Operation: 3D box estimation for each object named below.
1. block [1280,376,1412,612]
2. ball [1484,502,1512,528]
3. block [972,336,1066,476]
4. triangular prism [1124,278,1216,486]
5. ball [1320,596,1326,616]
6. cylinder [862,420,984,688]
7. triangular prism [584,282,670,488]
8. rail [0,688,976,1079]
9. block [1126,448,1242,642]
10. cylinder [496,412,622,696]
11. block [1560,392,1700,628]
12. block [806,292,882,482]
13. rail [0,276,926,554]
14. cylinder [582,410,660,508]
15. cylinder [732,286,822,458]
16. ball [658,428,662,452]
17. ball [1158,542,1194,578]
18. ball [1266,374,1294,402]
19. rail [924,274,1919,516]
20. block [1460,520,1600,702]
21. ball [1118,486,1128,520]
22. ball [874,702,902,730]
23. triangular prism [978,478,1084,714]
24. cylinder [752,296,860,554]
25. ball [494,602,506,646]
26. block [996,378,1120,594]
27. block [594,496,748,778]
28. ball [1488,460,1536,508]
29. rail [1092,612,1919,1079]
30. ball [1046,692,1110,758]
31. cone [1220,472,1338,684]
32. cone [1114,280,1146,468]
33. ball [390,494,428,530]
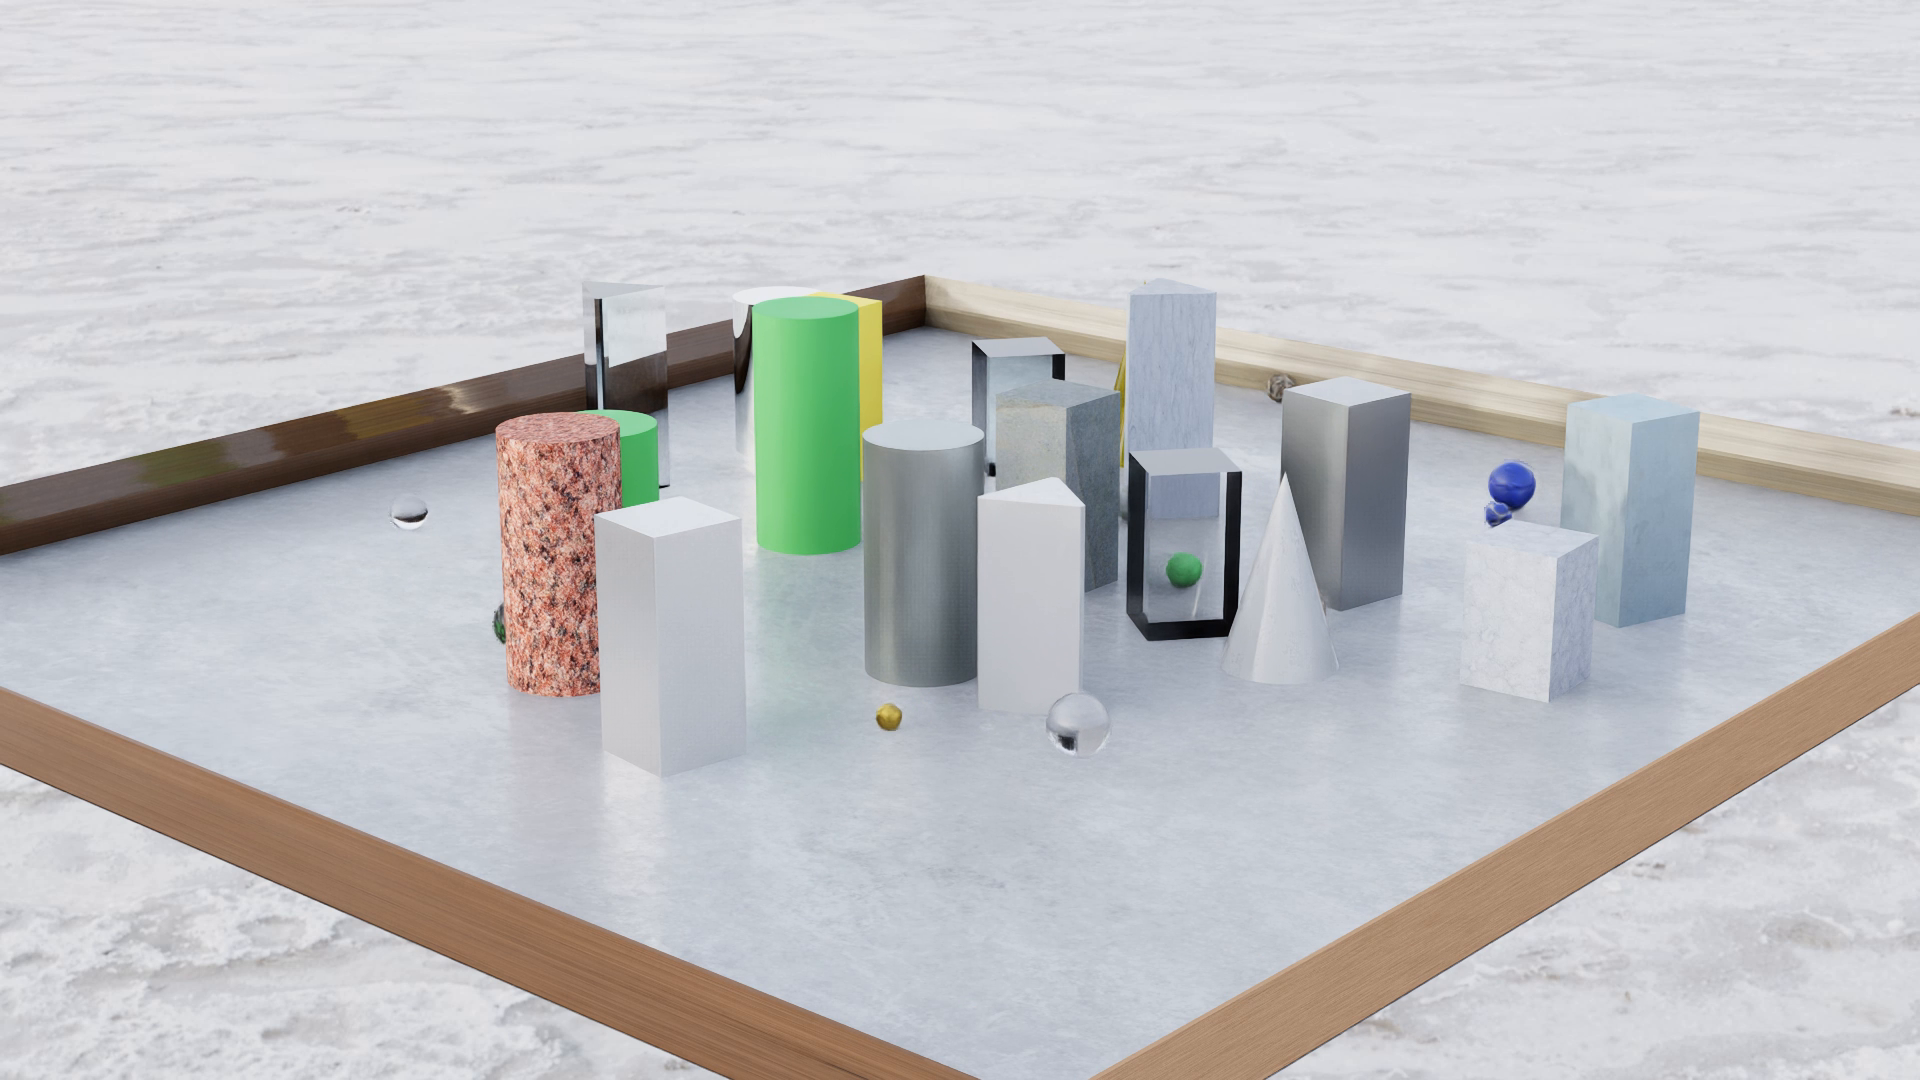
[{"bbox_3d":[0.665,-0.082,5.089,0.155,0.363,0.155,-13,21,-37],"label":"block"},{"bbox_3d":[1.013,-0.047,5.515,0.050,0.050,0.050,0,17,0],"label":"ball"},{"bbox_3d":[0.117,-0.270,5.915,0.155,0.245,0.155,-4,17,-12],"label":"block"},{"bbox_3d":[0.393,-0.283,5.651,0.168,0.423,0.145,-2,17,-5],"label":"triangular prism"},{"bbox_3d":[0.575,0.117,4.922,0.078,0.078,0.078,0,17,0],"label":"ball"},{"bbox_3d":[-0.058,0.020,4.703,0.193,0.391,0.193,0,17,0],"label":"cylinder"},{"bbox_3d":[-0.683,-0.298,5.737,0.145,0.402,0.168,16,23,43],"label":"triangular prism"},{"bbox_3d":[-1.007,0.367,4.009,2.940,0.126,0.045,14,22,39],"label":"rail"},{"bbox_3d":[0.375,0.006,4.930,0.155,0.287,0.155,-3,17,-10],"label":"block"},{"bbox_3d":[-0.631,0.022,4.658,0.193,0.414,0.193,0,17,0],"label":"cylinder"},{"bbox_3d":[1.137,-0.053,5.001,0.155,0.358,0.155,-10,19,-30],"label":"block"},{"bbox_3d":[-0.262,-0.298,5.820,0.155,0.354,0.155,12,21,35],"label":"block"},{"bbox_3d":[-1.092,-0.242,6.028,0.045,0.126,3.121,14,22,39],"label":"rail"},{"bbox_3d":[-0.607,-0.035,4.980,0.193,0.335,0.193,0,17,0],"label":"cylinder"},{"bbox_3d":[-0.368,-0.344,6.031,0.193,0.321,0.193,0,17,0],"label":"cylinder"},{"bbox_3d":[-0.649,-0.203,5.971,0.085,0.085,0.085,0,17,0],"label":"ball"},{"bbox_3d":[0.384,0.036,5.218,0.063,0.063,0.063,0,17,0],"label":"ball"},{"bbox_3d":[0.705,-0.333,6.440,0.063,0.063,0.063,0,17,0],"label":"ball"},{"bbox_3d":[1.007,-0.304,6.231,2.940,0.126,0.045,14,22,39],"label":"rail"},{"bbox_3d":[0.906,0.111,4.669,0.155,0.237,0.155,12,20,34],"label":"block"},{"bbox_3d":[0.322,-0.071,5.568,0.066,0.066,0.066,0,17,0],"label":"ball"},{"bbox_3d":[-0.109,0.269,4.482,0.041,0.041,0.041,0,17,0],"label":"ball"},{"bbox_3d":[0.128,0.085,4.574,0.168,0.341,0.145,5,17,16],"label":"triangular prism"},{"bbox_3d":[-0.280,-0.211,5.383,0.193,0.440,0.193,0,17,0],"label":"cylinder"},{"bbox_3d":[-0.727,0.138,4.840,0.087,0.087,0.087,0,17,0],"label":"ball"},{"bbox_3d":[0.171,-0.091,5.149,0.155,0.345,0.155,14,21,38],"label":"block"},{"bbox_3d":[-0.428,0.141,4.341,0.155,0.367,0.155,-14,22,-38],"label":"block"},{"bbox_3d":[1.061,-0.106,5.641,0.091,0.091,0.091,0,17,0],"label":"ball"},{"bbox_3d":[1.092,0.305,4.213,0.045,0.126,3.121,14,22,39],"label":"rail"},{"bbox_3d":[0.176,0.276,4.365,0.097,0.097,0.097,0,17,0],"label":"ball"},{"bbox_3d":[0.520,0.046,4.728,0.193,0.326,0.193,0,17,0],"label":"cone"},{"bbox_3d":[0.373,-0.349,5.961,0.193,0.370,0.193,0,17,0],"label":"cone"},{"bbox_3d":[-1.034,-0.052,5.500,0.069,0.069,0.069,0,17,0],"label":"ball"}]
